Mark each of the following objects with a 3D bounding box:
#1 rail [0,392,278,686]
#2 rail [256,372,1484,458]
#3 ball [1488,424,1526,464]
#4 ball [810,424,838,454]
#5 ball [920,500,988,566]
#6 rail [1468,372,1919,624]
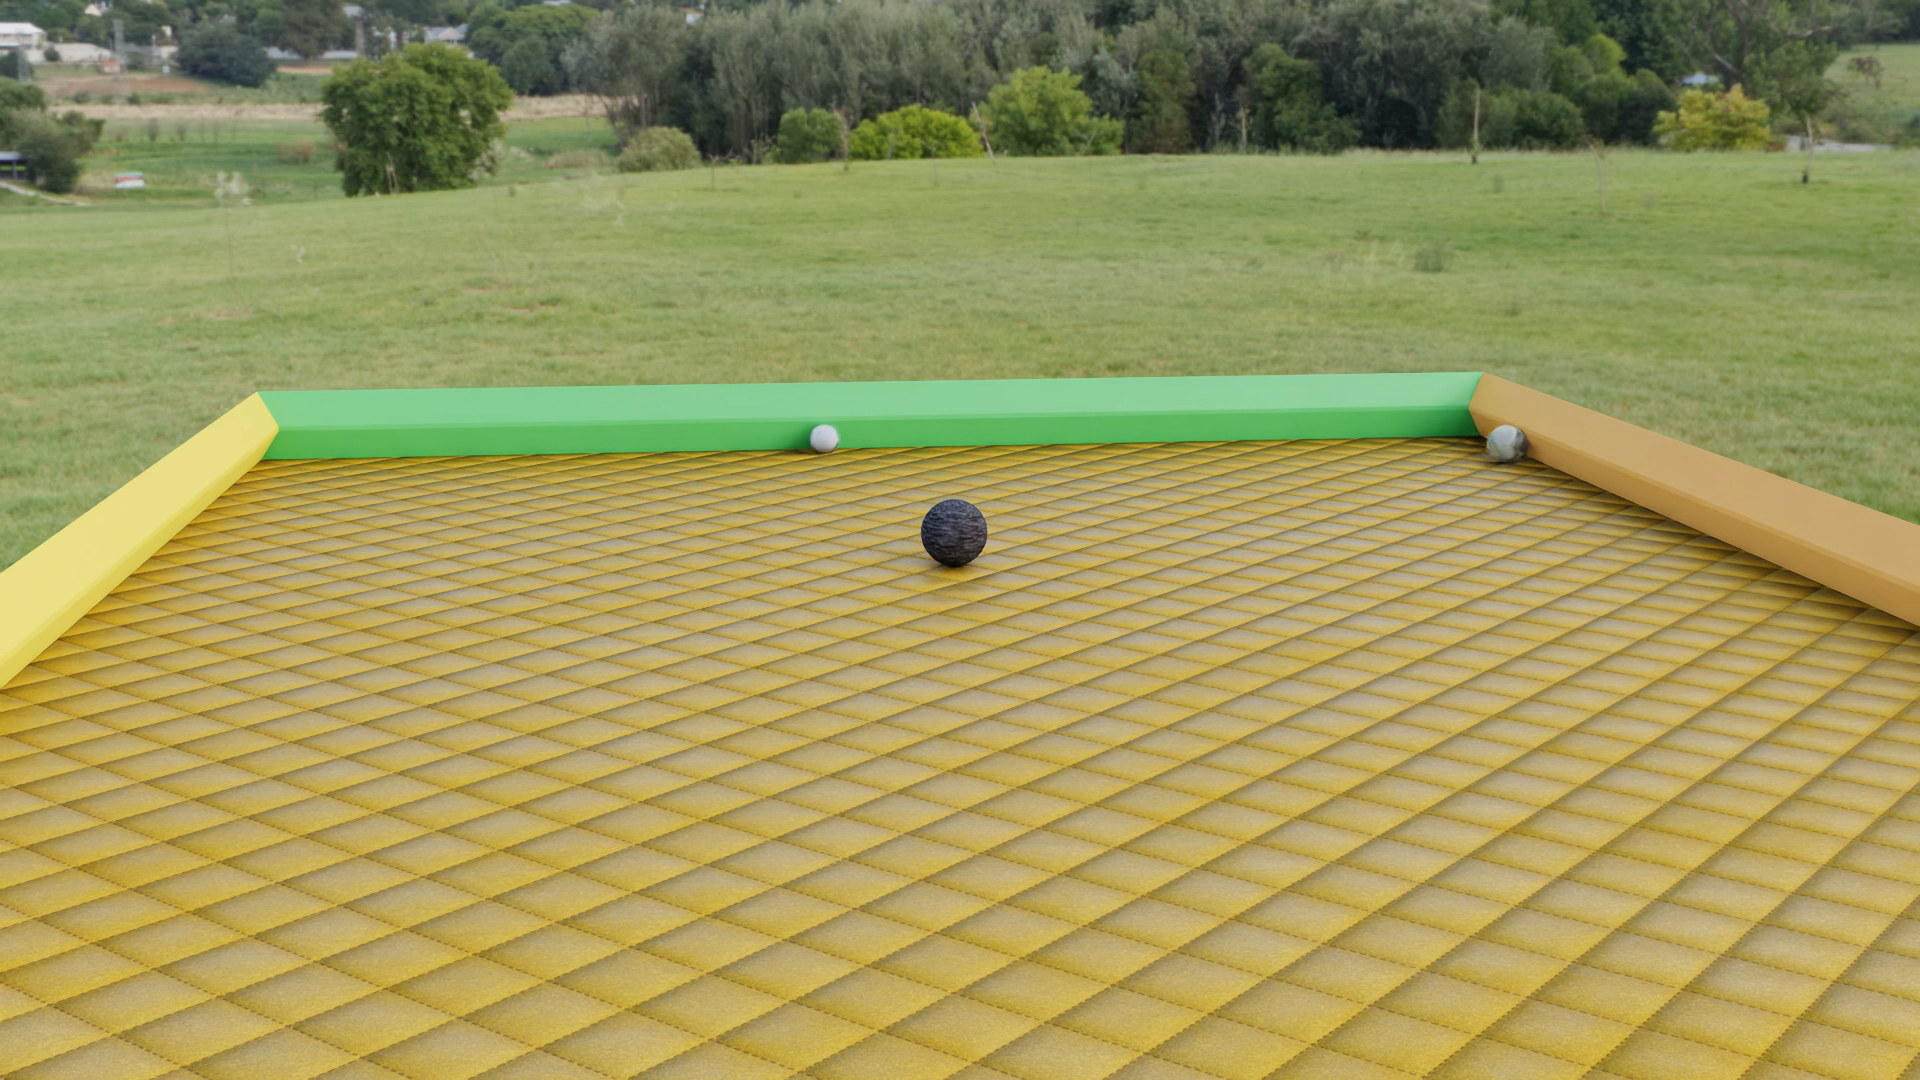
[{"bbox_3d":[-1.028,0.222,2.004,0.045,0.127,4.394,-1,12,-7],"label":"rail"},{"bbox_3d":[-0.132,-0.240,4.258,2.391,0.127,0.045,-1,12,-7],"label":"rail"},{"bbox_3d":[1.020,-0.179,4.104,0.072,0.072,0.072,0,12,0],"label":"ball"},{"bbox_3d":[-0.261,-0.194,4.218,0.055,0.055,0.055,0,12,0],"label":"ball"},{"bbox_3d":[-0.008,-0.011,3.218,0.098,0.098,0.098,0,12,0],"label":"ball"},{"bbox_3d":[1.298,0.164,2.286,0.045,0.127,4.394,-1,12,-7],"label":"rail"}]
